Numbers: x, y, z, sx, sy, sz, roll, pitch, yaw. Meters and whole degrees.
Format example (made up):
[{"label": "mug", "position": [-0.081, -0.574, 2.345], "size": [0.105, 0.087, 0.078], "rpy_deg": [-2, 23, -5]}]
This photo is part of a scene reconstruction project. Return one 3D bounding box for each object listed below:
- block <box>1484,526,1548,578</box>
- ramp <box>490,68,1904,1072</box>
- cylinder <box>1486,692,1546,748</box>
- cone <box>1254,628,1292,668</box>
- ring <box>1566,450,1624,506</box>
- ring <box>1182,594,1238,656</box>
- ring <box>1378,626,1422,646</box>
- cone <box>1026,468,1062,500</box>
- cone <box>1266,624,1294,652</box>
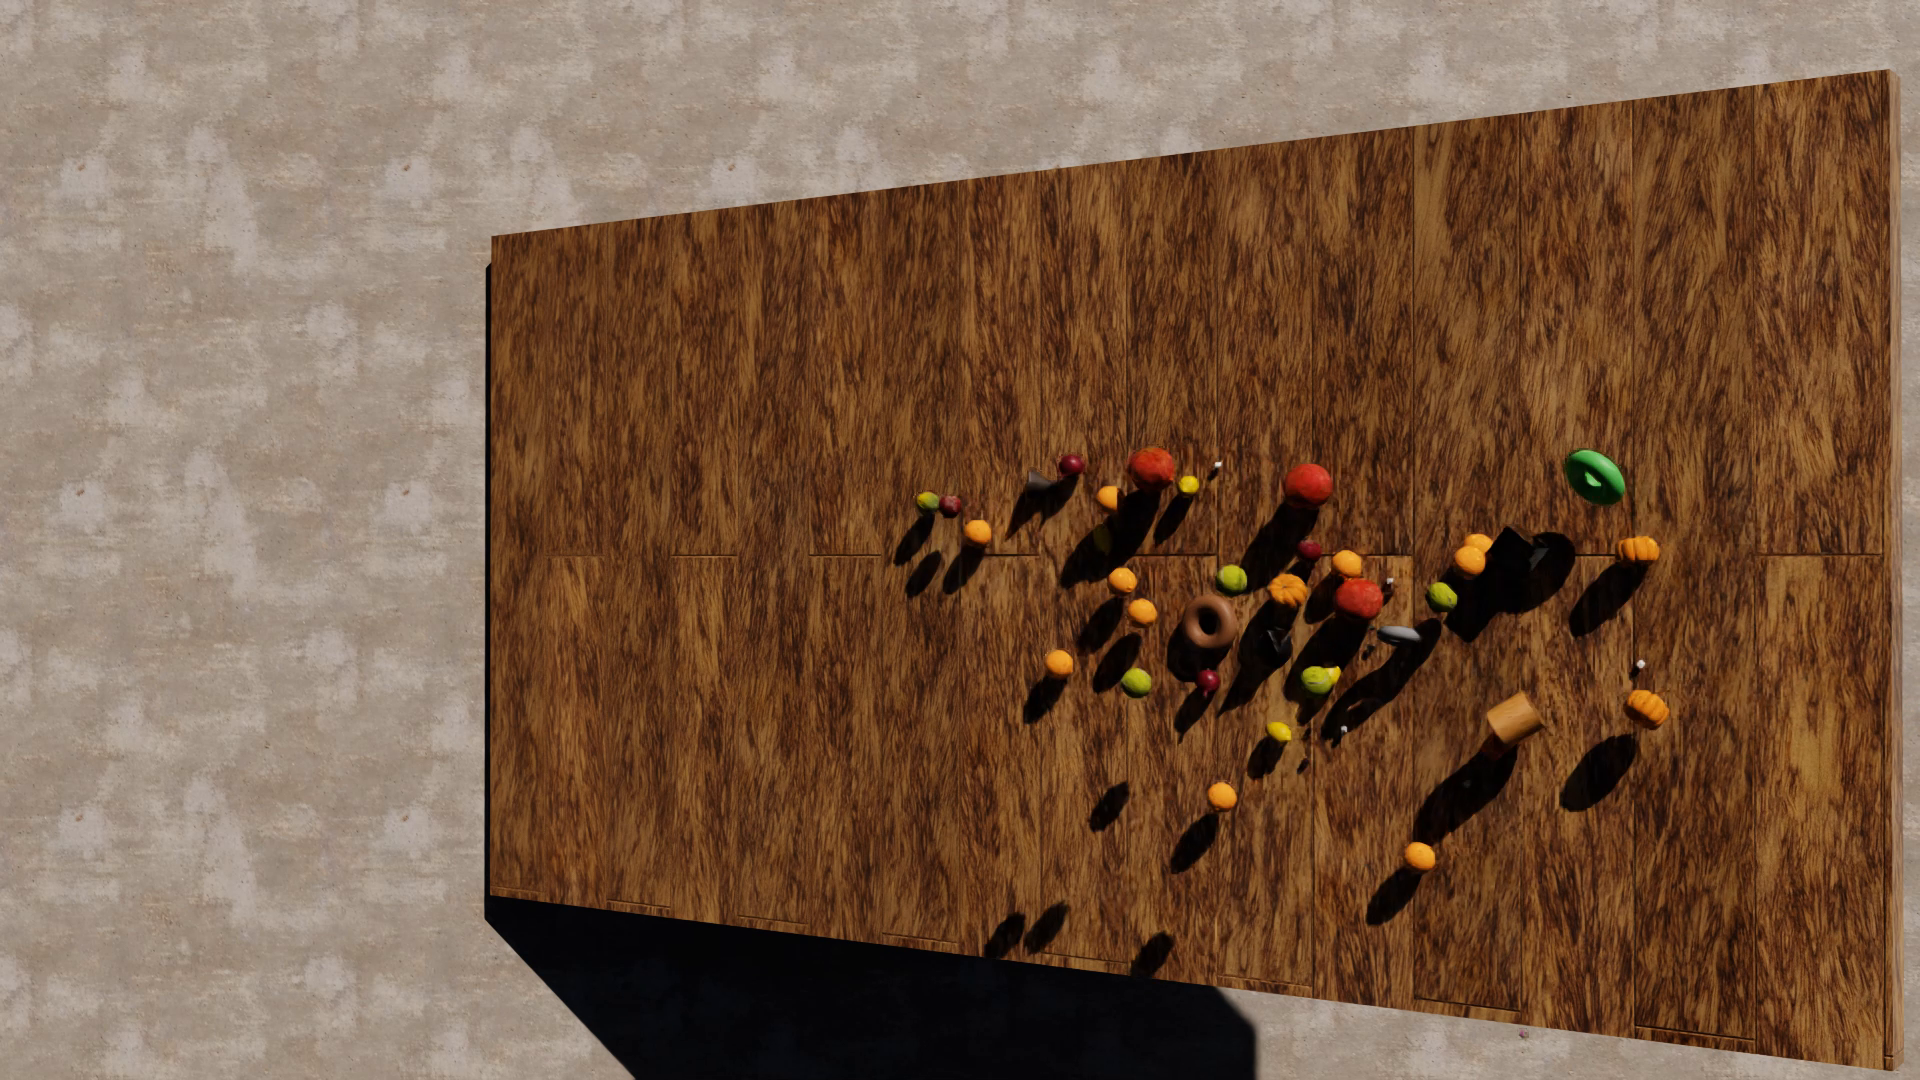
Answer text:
[{"label": "block", "position": [1.212, 0.026, 4.787], "size": [0.082, 0.082, 0.082], "rpy_deg": [43, 112, 27]}, {"label": "ramp", "position": [0.245, 0.068, 5.571], "size": [4.000, 0.100, 2.000], "rpy_deg": [0, 89, 35]}, {"label": "cylinder", "position": [1.195, 0.386, 4.728], "size": [0.092, 0.092, 0.092], "rpy_deg": [-29, 90, 22]}, {"label": "cone", "position": [0.709, 0.251, 5.126], "size": [0.098, 0.098, 0.098], "rpy_deg": [0, 89, 35]}, {"label": "ring", "position": [1.334, -0.130, 4.619], "size": [0.045, 0.136, 0.136], "rpy_deg": [-42, 90, -20]}, {"label": "ring", "position": [0.594, 0.202, 5.237], "size": [0.146, 0.049, 0.146], "rpy_deg": [1, 91, 35]}, {"label": "ring", "position": [0.978, 0.214, 4.892], "size": [0.100, 0.100, 0.033], "rpy_deg": [9, 79, 0]}, {"label": "cone", "position": [0.214, -0.135, 5.511], "size": [0.082, 0.082, 0.082], "rpy_deg": [10, 90, 8]}, {"label": "cone", "position": [0.736, 0.232, 5.081], "size": [0.063, 0.063, 0.063], "rpy_deg": [3, 108, 0]}]
